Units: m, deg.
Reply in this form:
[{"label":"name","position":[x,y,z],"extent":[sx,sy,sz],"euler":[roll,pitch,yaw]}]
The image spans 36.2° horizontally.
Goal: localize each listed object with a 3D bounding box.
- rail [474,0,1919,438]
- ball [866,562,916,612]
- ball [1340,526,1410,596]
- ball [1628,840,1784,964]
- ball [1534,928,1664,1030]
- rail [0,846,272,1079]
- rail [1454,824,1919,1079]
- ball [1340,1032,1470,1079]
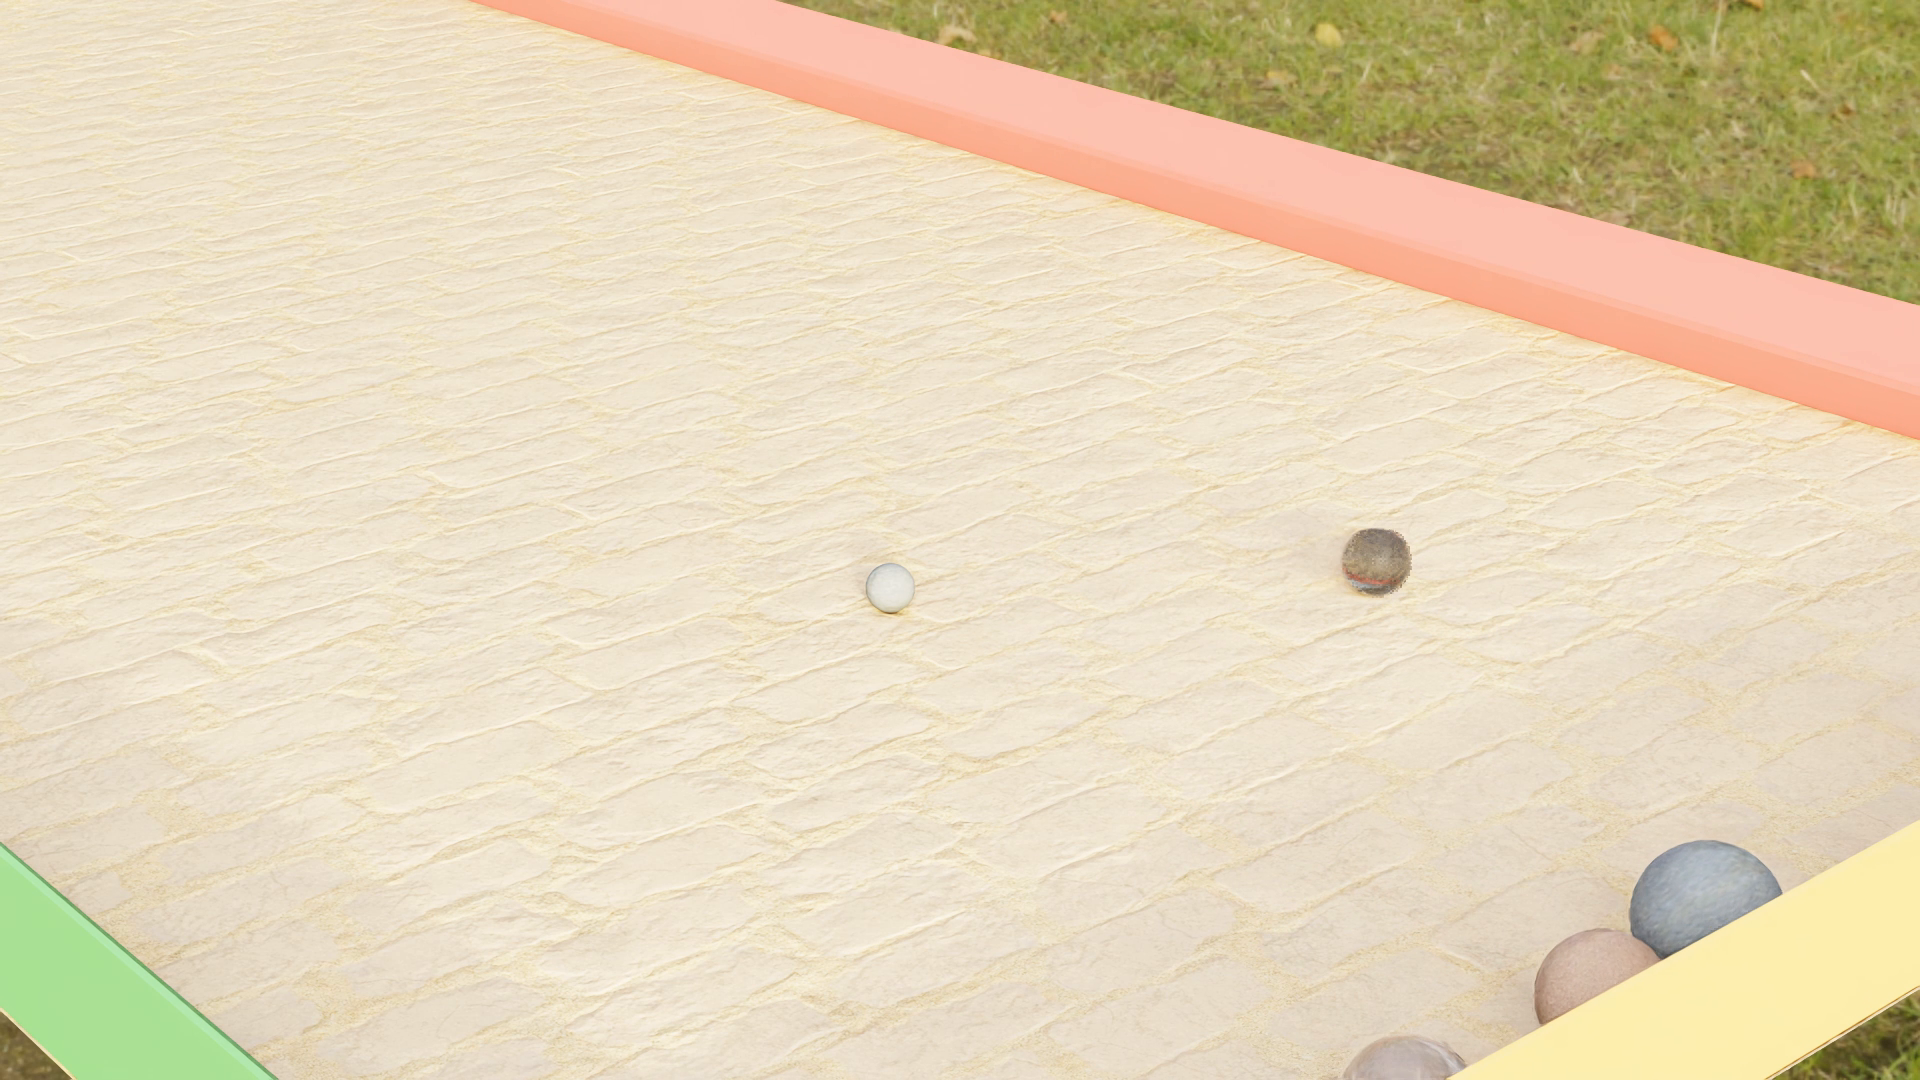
[{"label":"rail","position":[0.079,-0.501,3.552],"extent":[0.045,0.124,3.535],"euler":[-18,29,-37]},{"label":"ball","position":[-0.056,0.038,2.366],"extent":[0.040,0.040,0.040],"euler":[0,23,0]},{"label":"ball","position":[0.338,0.017,2.396],"extent":[0.056,0.056,0.056],"euler":[0,23,0]},{"label":"ball","position":[0.464,0.234,1.823],"extent":[0.096,0.096,0.096],"euler":[0,23,0]},{"label":"ball","position":[0.383,0.272,1.749],"extent":[0.082,0.082,0.082],"euler":[0,23,0]},{"label":"rail","position":[-1.232,-0.068,2.509],"extent":[0.045,0.124,3.535],"euler":[-18,29,-37]},{"label":"rail","position":[0.561,0.222,1.811],"extent":[1.778,0.124,0.045],"euler":[-18,29,-37]},{"label":"ball","position":[0.250,0.317,1.644],"extent":[0.081,0.081,0.081],"euler":[0,23,0]}]
